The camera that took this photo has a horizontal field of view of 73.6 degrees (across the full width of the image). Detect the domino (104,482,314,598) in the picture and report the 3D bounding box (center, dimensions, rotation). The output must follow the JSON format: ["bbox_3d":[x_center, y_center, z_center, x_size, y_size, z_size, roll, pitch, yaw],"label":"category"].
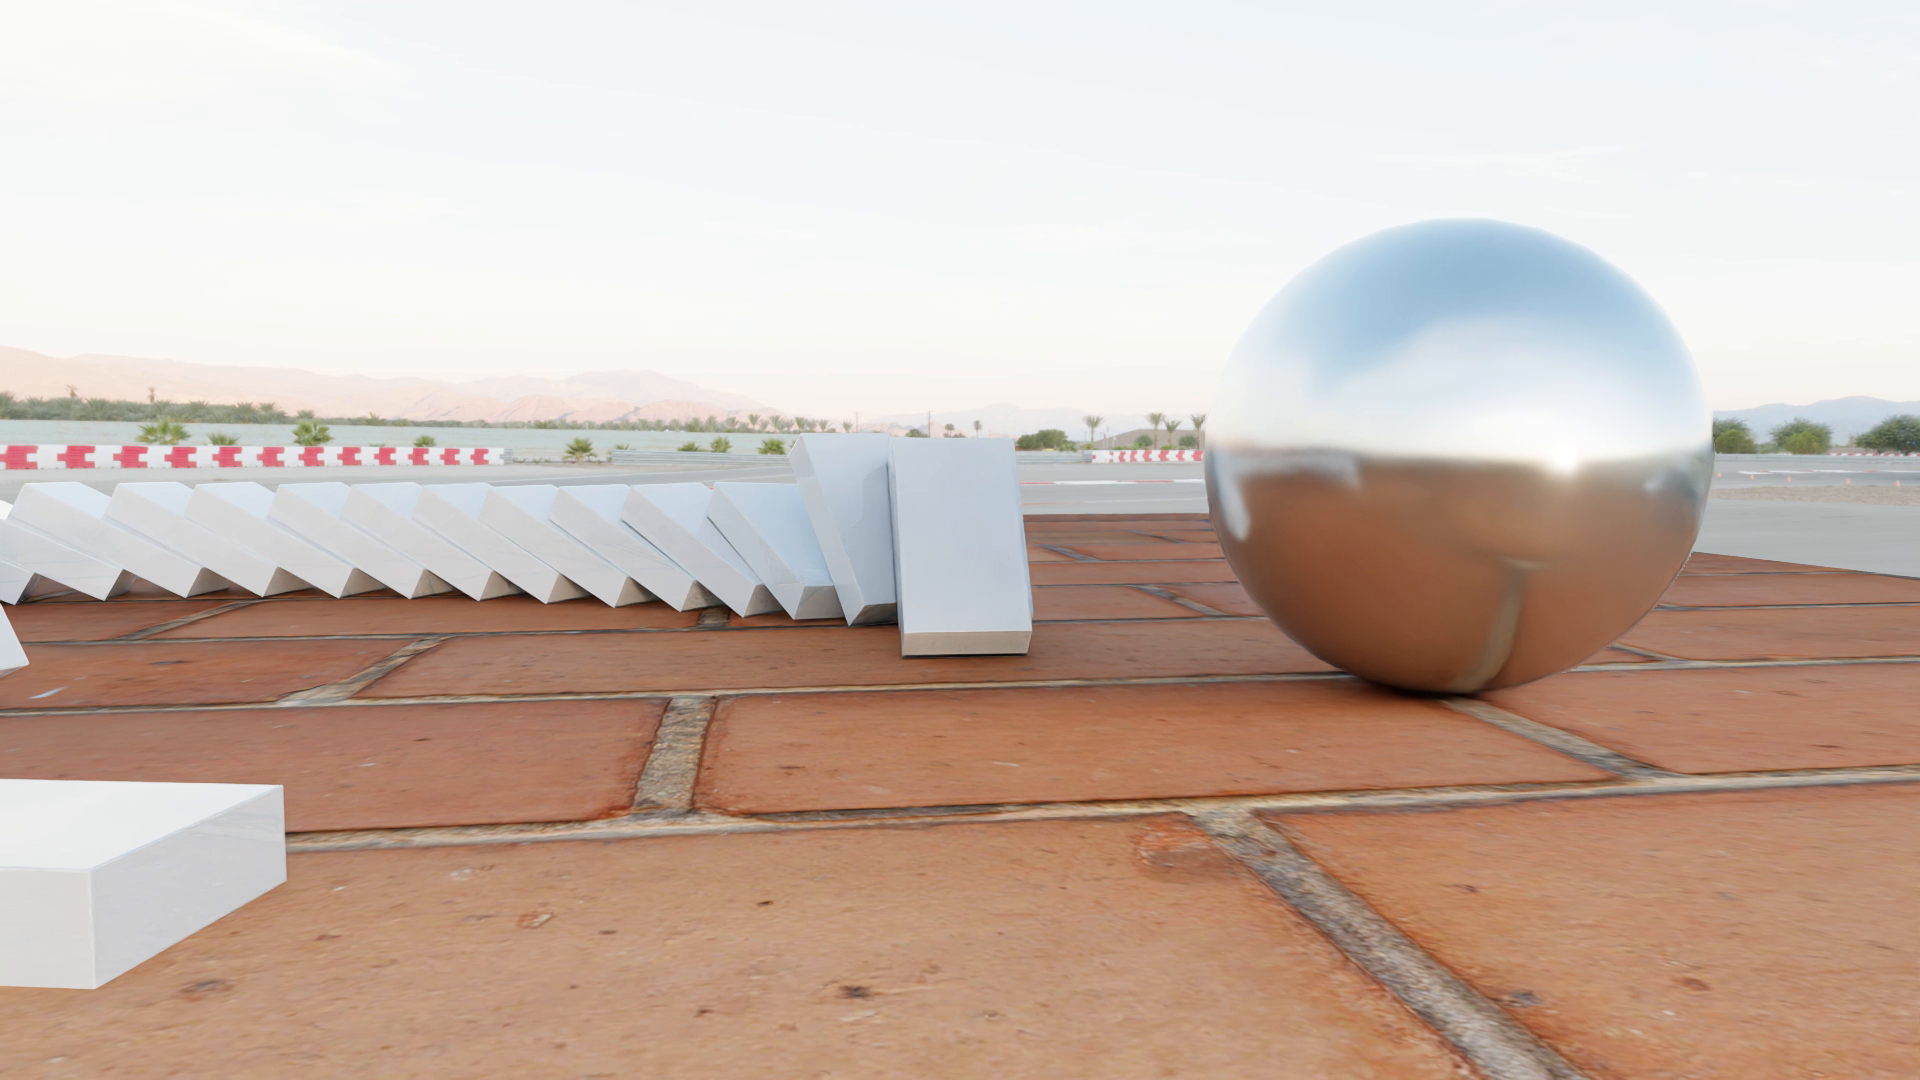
[{"bbox_3d":[-0.212,-0.001,0.366,0.050,0.010,0.025,27,5,1],"label":"domino"}]

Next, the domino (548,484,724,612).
[{"bbox_3d":[-0.083,0.001,0.343,0.050,0.009,0.025,31,17,22],"label":"domino"}]

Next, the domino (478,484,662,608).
[{"bbox_3d":[-0.104,0.001,0.351,0.050,0.010,0.025,30,15,18],"label":"domino"}]

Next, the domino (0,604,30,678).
[{"bbox_3d":[-0.115,0.019,0.114,0.050,0.010,0.025,-24,2,5],"label":"domino"}]

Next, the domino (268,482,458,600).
[{"bbox_3d":[-0.167,-0.001,0.367,0.050,0.010,0.025,28,10,9],"label":"domino"}]

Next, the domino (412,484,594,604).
[{"bbox_3d":[-0.124,0.000,0.358,0.050,0.010,0.025,30,14,17],"label":"domino"}]

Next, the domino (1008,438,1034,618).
[{"bbox_3d":[0.001,-0.001,0.293,0.025,0.050,0.010,0,-37,-6],"label":"domino"}]

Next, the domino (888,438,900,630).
[{"bbox_3d":[-0.003,-0.002,0.305,0.025,0.050,0.010,-1,-37,-7],"label":"domino"}]

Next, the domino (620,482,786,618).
[{"bbox_3d":[-0.062,0.002,0.334,0.050,0.009,0.025,35,22,28],"label":"domino"}]

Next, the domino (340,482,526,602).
[{"bbox_3d":[-0.146,0.000,0.363,0.050,0.009,0.025,29,11,13],"label":"domino"}]

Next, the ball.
[{"bbox_3d":[0.082,-0.014,0.218,0.080,0.080,0.080,0,4,0],"label":"ball"}]

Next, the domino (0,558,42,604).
[{"bbox_3d":[-0.273,0.001,0.339,0.050,0.010,0.025,30,-10,-27],"label":"domino"}]

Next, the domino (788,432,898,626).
[{"bbox_3d":[-0.022,-0.004,0.314,0.025,0.050,0.009,-3,-33,-34],"label":"domino"}]

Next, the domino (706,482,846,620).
[{"bbox_3d":[-0.042,0.002,0.325,0.025,0.010,0.050,0,31,-39],"label":"domino"}]

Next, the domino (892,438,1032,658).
[{"bbox_3d":[0.000,0.001,0.267,0.025,0.050,0.009,0,-37,-6],"label":"domino"}]

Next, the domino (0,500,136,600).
[{"bbox_3d":[-0.255,0.000,0.351,0.050,0.010,0.025,29,-6,-20],"label":"domino"}]

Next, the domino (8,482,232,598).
[{"bbox_3d":[-0.234,0.000,0.362,0.050,0.009,0.025,27,1,-7],"label":"domino"}]

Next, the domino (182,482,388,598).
[{"bbox_3d":[-0.190,-0.001,0.366,0.050,0.010,0.025,27,6,2],"label":"domino"}]

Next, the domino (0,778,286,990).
[{"bbox_3d":[-0.092,0.029,0.114,0.050,0.010,0.025,0,4,4],"label":"domino"}]
